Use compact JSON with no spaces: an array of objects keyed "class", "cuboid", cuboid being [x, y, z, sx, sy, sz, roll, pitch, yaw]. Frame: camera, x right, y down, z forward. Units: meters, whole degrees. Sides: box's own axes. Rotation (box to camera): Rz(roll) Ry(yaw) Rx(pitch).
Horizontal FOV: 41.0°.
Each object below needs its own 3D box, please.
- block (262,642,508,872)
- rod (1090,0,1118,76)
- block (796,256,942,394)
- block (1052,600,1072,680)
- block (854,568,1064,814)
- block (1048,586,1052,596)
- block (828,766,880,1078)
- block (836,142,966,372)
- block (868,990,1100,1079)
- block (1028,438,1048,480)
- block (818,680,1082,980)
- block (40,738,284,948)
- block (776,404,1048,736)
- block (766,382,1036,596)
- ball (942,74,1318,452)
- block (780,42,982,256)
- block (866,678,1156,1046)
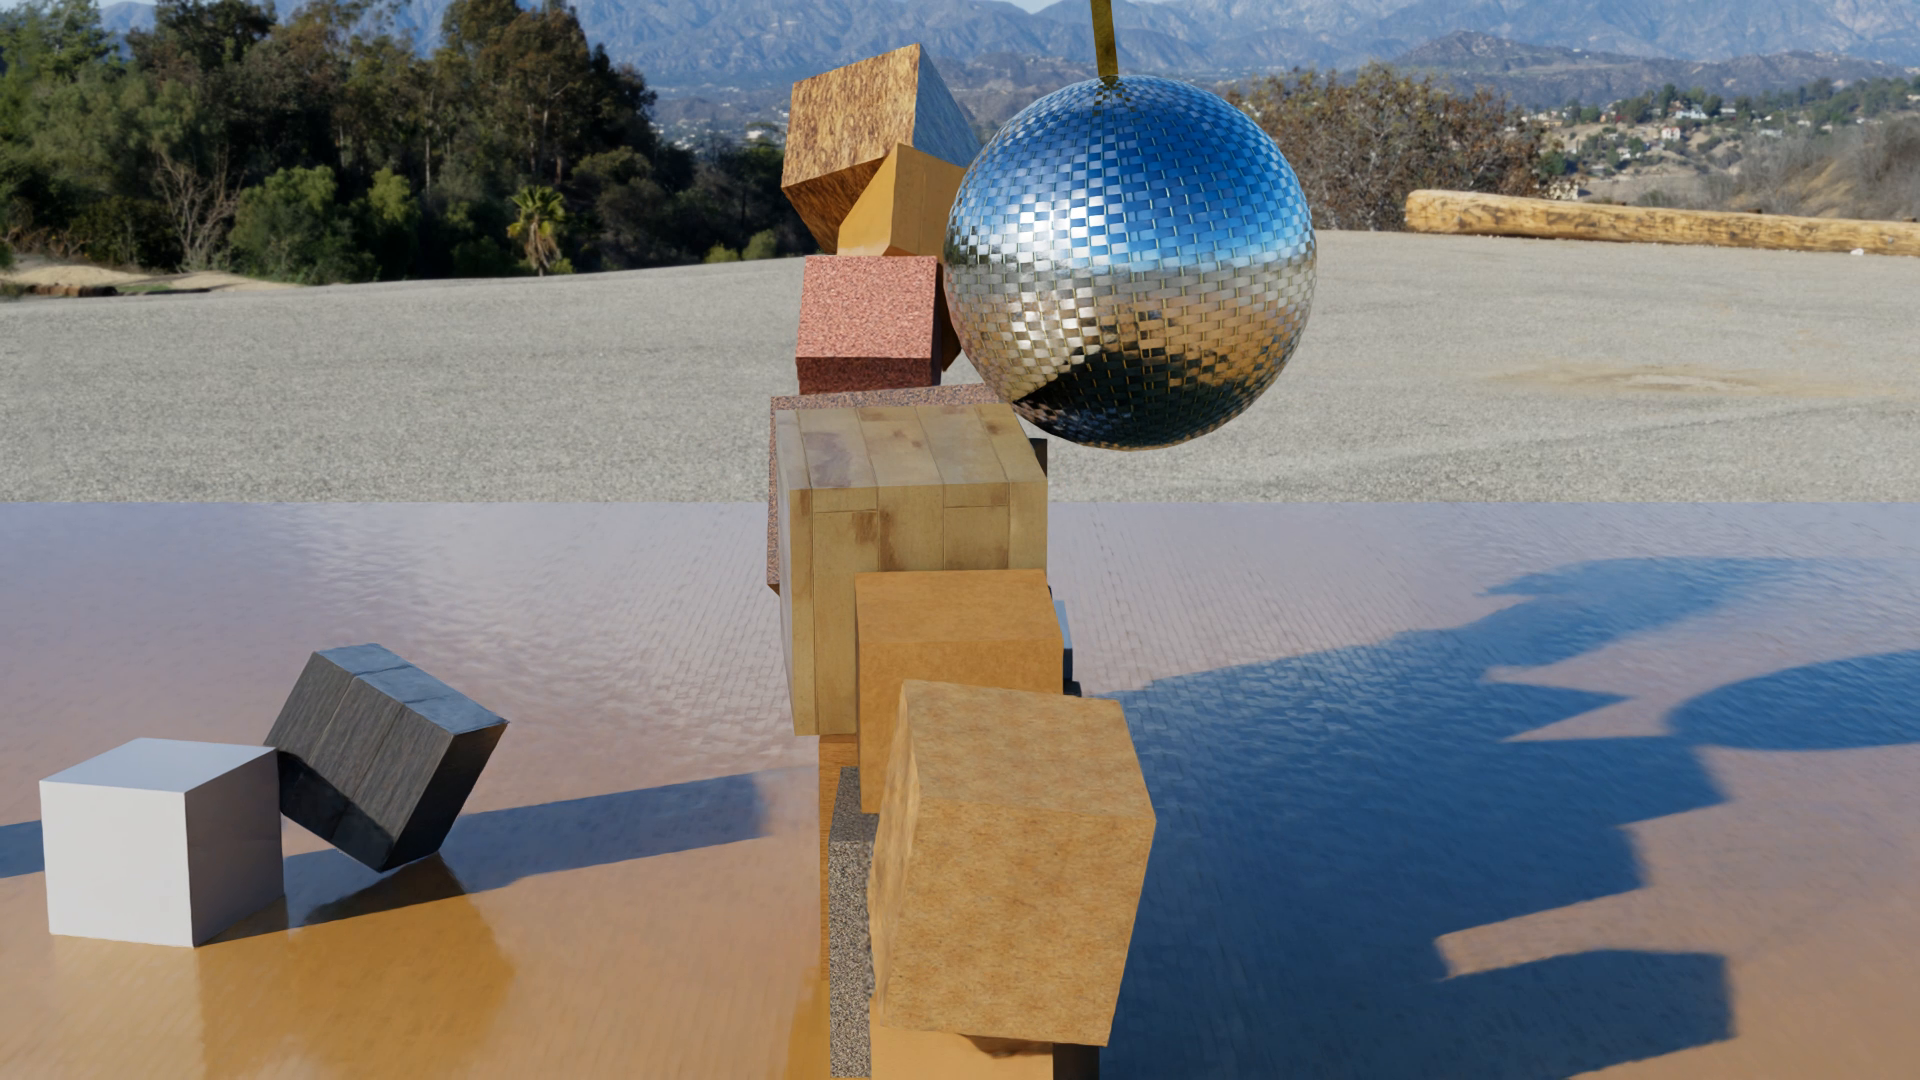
[{"class":"block","cuboid":[-2.584,0.950,11.386,0.723,0.684,0.739,30,4,7]},{"class":"rod","cuboid":[0.313,-4.499,10.362,0.080,5.200,0.080,-7,10,1]},{"class":"block","cuboid":[-0.449,-0.940,13.020,0.663,0.717,0.687,1,52,3]},{"class":"block","cuboid":[-0.003,0.909,11.507,0.967,1.095,1.020,0,10,0]},{"class":"block","cuboid":[-0.018,0.549,9.554,0.724,0.656,0.767,-1,18,-3]},{"class":"block","cuboid":[-0.012,0.727,13.289,0.985,0.815,0.900,0,10,0]},{"class":"block","cuboid":[-0.006,1.389,9.494,0.905,0.869,0.977,0,10,0]},{"class":"block","cuboid":[-0.202,-1.480,13.479,0.676,0.747,0.716,19,-41,-20]},{"class":"block","cuboid":[0.094,1.656,8.494,0.601,0.587,0.659,4,21,15]},{"class":"block","cuboid":[-0.031,-0.089,13.308,0.807,0.784,0.906,2,11,13]},{"class":"block","cuboid":[-0.019,1.163,10.483,1.050,0.960,1.032,0,10,0]},{"class":"block","cuboid":[-3.346,1.260,10.804,0.667,0.655,0.726,3,11,15]},{"class":"block","cuboid":[-0.219,0.092,10.425,0.986,1.006,1.121,-2,19,-6]},{"class":"block","cuboid":[-0.253,-0.118,12.159,1.073,0.900,1.035,-3,-17,11]},{"class":"ball","cuboid":[0.723,-1.178,10.966,1.600,1.600,1.600,0,10,0]},{"class":"block","cuboid":[-0.404,-2.028,14.069,0.774,0.879,0.827,-14,49,20]},{"class":"block","cuboid":[0.136,1.006,8.090,0.712,0.811,0.769,6,23,-8]}]
